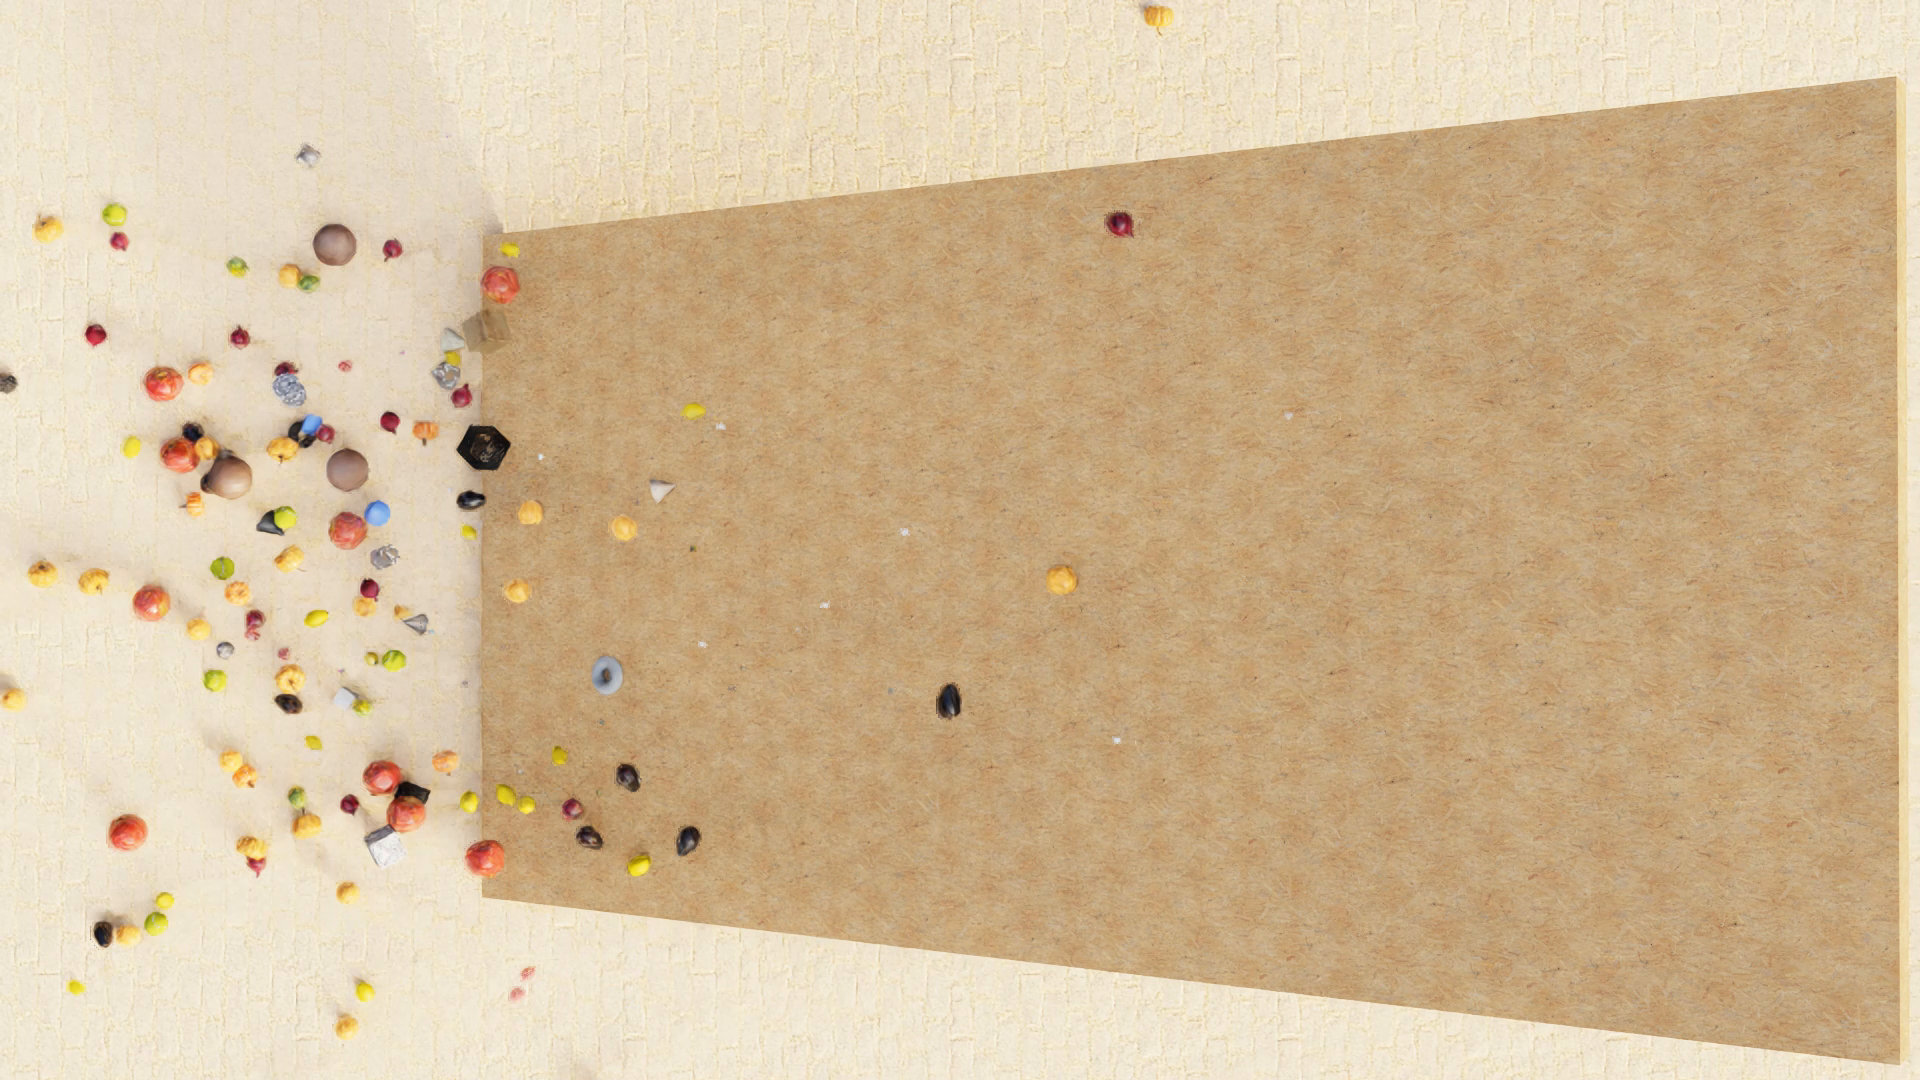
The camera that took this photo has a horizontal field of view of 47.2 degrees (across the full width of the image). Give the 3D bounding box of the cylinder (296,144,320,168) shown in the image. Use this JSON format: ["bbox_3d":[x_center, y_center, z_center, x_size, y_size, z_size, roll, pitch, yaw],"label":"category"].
[{"bbox_3d":[-1.986,-1.171,6.703,0.053,0.053,0.053,34,94,0],"label":"cylinder"}]

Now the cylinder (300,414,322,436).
[{"bbox_3d":[-1.969,-0.350,6.680,0.052,0.052,0.052,17,74,0],"label":"cylinder"}]

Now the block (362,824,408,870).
[{"bbox_3d":[-1.730,0.923,6.616,0.087,0.087,0.087,-29,111,-23],"label":"block"}]

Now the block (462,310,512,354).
[{"bbox_3d":[-1.416,-0.621,6.578,0.092,0.092,0.092,-27,75,30],"label":"block"}]

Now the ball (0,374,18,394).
[{"bbox_3d":[-2.906,-0.478,6.703,0.062,0.062,0.062,0,90,0],"label":"ball"}]

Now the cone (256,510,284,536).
[{"bbox_3d":[-2.084,-0.035,6.690,0.081,0.081,0.081,38,90,0],"label":"cone"}]

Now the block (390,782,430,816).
[{"bbox_3d":[-1.669,0.787,6.682,0.076,0.076,0.076,22,90,5],"label":"block"}]

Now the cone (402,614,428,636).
[{"bbox_3d":[-1.662,0.251,6.667,0.069,0.069,0.069,12,89,-41],"label":"cone"}]

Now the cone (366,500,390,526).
[{"bbox_3d":[-1.770,-0.088,6.644,0.078,0.078,0.078,0,80,1],"label":"cone"}]

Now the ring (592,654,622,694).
[{"bbox_3d":[-1.017,0.388,6.339,0.113,0.038,0.113,-1,88,37],"label":"ring"}]

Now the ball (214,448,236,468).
[{"bbox_3d":[-2.239,-0.248,6.702,0.060,0.060,0.060,0,90,0],"label":"ball"}]

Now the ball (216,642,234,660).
[{"bbox_3d":[-2.239,0.336,6.700,0.054,0.054,0.054,0,90,0],"label":"ball"}]

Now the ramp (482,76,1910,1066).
[{"bbox_3d":[0.254,0.070,5.587,4.000,0.100,2.000,0,89,33],"label":"ramp"}]

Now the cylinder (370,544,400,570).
[{"bbox_3d":[-1.749,0.053,6.687,0.062,0.062,0.062,-19,89,28],"label":"cylinder"}]

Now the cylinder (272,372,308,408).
[{"bbox_3d":[-2.026,-0.452,6.650,0.078,0.078,0.078,-2,65,5],"label":"cylinder"}]

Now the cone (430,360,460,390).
[{"bbox_3d":[-1.581,-0.506,6.673,0.091,0.091,0.091,-1,87,22],"label":"cone"}]

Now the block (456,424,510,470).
[{"bbox_3d":[-1.425,-0.277,6.580,0.094,0.094,0.094,42,111,26],"label":"block"}]

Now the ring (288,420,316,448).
[{"bbox_3d":[-2.010,-0.322,6.718,0.086,0.029,0.086,0,87,3],"label":"ring"}]

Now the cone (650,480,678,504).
[{"bbox_3d":[-0.833,-0.146,6.226,0.072,0.072,0.072,-15,90,5],"label":"cone"}]

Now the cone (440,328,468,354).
[{"bbox_3d":[-1.524,-0.601,6.684,0.082,0.082,0.082,8,90,8],"label":"cone"}]

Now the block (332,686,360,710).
[{"bbox_3d":[-1.871,0.483,6.700,0.052,0.052,0.052,35,90,0],"label":"block"}]

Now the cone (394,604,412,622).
[{"bbox_3d":[-1.695,0.224,6.716,0.054,0.054,0.054,7,89,-27],"label":"cone"}]
